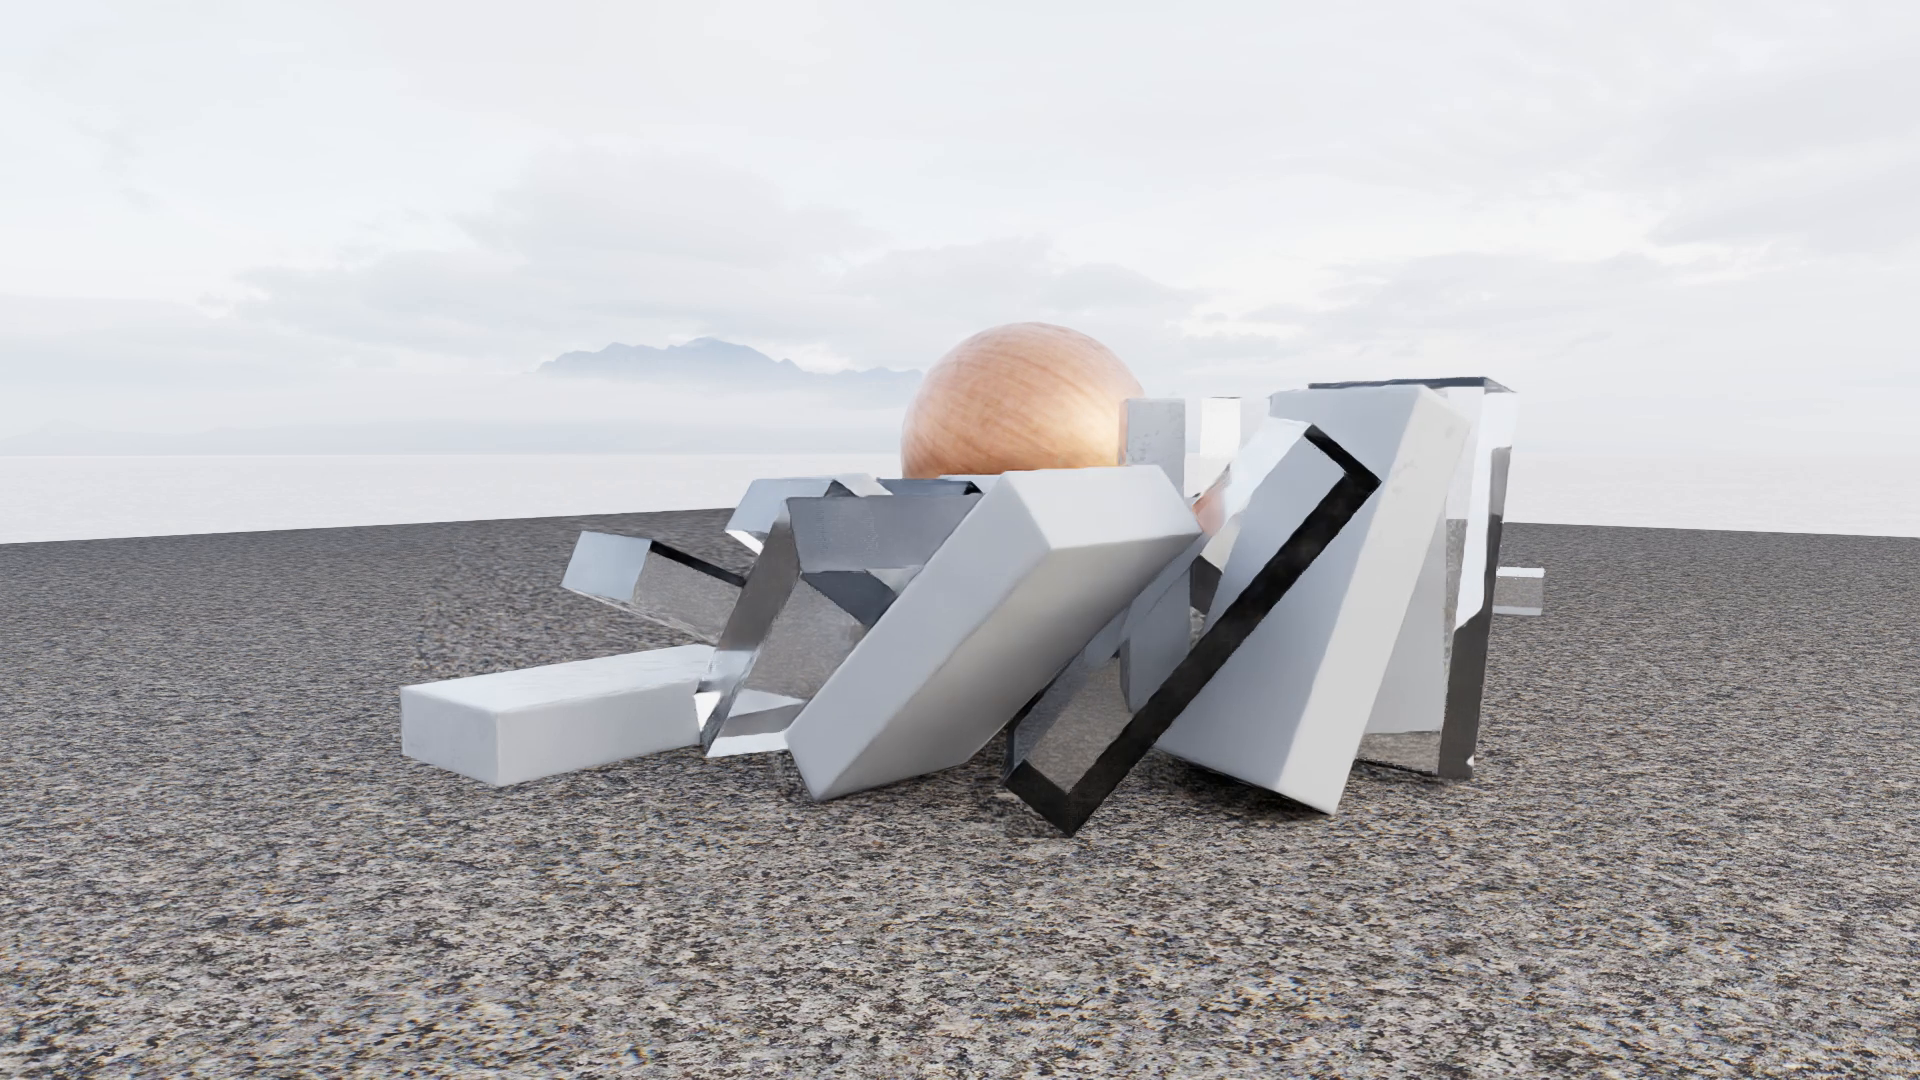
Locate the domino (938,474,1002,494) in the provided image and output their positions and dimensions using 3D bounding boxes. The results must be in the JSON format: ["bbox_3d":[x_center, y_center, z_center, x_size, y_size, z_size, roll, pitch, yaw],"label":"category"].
[{"bbox_3d":[0.018,0.005,0.251,0.025,0.010,0.050,2,-30,49],"label":"domino"}]

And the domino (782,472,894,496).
[{"bbox_3d":[-0.009,0.006,0.230,0.050,0.009,0.025,39,-23,-33],"label":"domino"}]

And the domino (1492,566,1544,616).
[{"bbox_3d":[0.127,0.012,0.340,0.050,0.009,0.025,2,5,26],"label":"domino"}]

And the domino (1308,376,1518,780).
[{"bbox_3d":[0.057,0.004,0.170,0.009,0.050,0.025,11,-4,-43],"label":"domino"}]

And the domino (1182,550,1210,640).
[{"bbox_3d":[0.035,0.005,0.263,0.050,0.010,0.025,38,-20,-35],"label":"domino"}]

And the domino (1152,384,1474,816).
[{"bbox_3d":[0.042,0.006,0.159,0.010,0.050,0.025,25,-8,-27],"label":"domino"}]

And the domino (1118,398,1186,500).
[{"bbox_3d":[0.033,0.001,0.225,0.010,0.050,0.025,0,4,4],"label":"domino"}]

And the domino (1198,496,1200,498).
[{"bbox_3d":[0.074,0.005,0.290,0.025,0.010,0.050,4,-21,42],"label":"domino"}]

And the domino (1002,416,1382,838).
[{"bbox_3d":[0.025,0.009,0.147,0.009,0.050,0.025,39,7,-2],"label":"domino"}]

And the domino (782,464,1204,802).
[{"bbox_3d":[0.003,0.011,0.148,0.025,0.009,0.050,-5,-34,-44],"label":"domino"}]

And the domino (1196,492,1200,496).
[{"bbox_3d":[0.068,-0.004,0.378,0.050,0.009,0.025,-38,-13,25],"label":"domino"}]

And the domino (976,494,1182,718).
[{"bbox_3d":[0.007,0.011,0.178,0.025,0.009,0.050,-2,-30,-23],"label":"domino"}]

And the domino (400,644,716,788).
[{"bbox_3d":[-0.050,0.024,0.186,0.025,0.009,0.050,4,6,41],"label":"domino"}]

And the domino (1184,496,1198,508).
[{"bbox_3d":[0.055,0.006,0.277,0.050,0.009,0.025,32,-17,-36],"label":"domino"}]

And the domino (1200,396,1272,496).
[{"bbox_3d":[0.053,0.002,0.213,0.025,0.050,0.010,-2,5,-28],"label":"domino"}]

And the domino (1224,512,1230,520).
[{"bbox_3d":[0.083,-0.004,0.371,0.050,0.009,0.025,-37,-13,24],"label":"domino"}]

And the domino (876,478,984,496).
[{"bbox_3d":[0.006,0.006,0.241,0.025,0.009,0.050,5,-28,46],"label":"domino"}]

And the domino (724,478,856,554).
[{"bbox_3d":[-0.011,0.008,0.207,0.050,0.010,0.025,38,-20,-31],"label":"domino"}]

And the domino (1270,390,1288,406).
[{"bbox_3d":[0.060,0.003,0.191,0.025,0.050,0.010,0,2,-6],"label":"domino"}]

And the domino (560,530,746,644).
[{"bbox_3d":[-0.036,0.013,0.210,0.050,0.010,0.025,27,-13,-38],"label":"domino"}]

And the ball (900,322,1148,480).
[{"bbox_3d":[0.021,-0.027,0.398,0.080,0.080,0.080,0,4,0],"label":"ball"}]

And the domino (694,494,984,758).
[{"bbox_3d":[-0.016,0.012,0.162,0.025,0.009,0.050,-2,-31,-26],"label":"domino"}]
